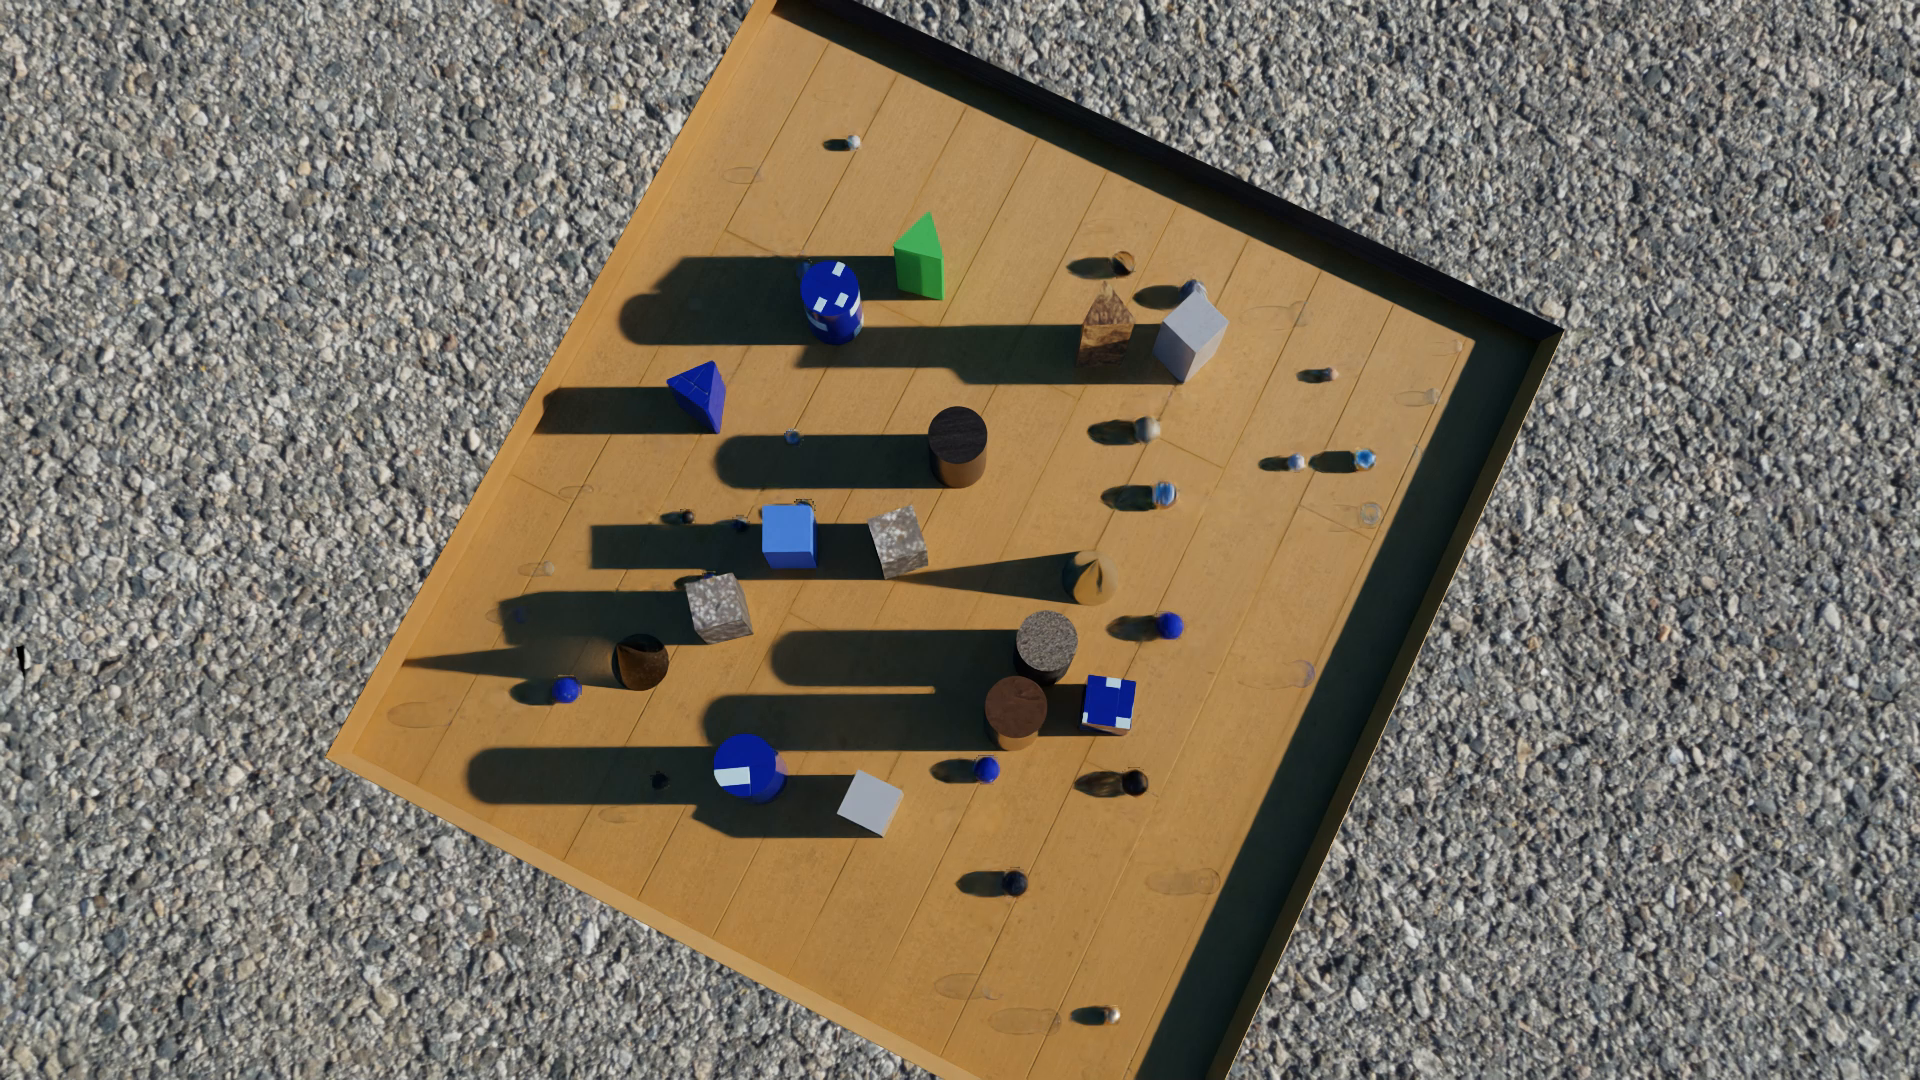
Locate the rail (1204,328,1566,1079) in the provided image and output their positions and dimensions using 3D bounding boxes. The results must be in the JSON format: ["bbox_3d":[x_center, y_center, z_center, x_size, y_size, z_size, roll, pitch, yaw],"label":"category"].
[{"bbox_3d":[1.207,0.597,5.434,0.045,0.114,2.840,26,80,5],"label":"rail"}]

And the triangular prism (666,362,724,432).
[{"bbox_3d":[-0.771,-0.452,5.570,0.151,0.274,0.131,35,81,7],"label":"triangular prism"}]

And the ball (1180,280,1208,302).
[{"bbox_3d":[0.731,-0.771,5.733,0.083,0.083,0.083,0,78,0],"label":"ball"}]

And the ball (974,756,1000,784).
[{"bbox_3d":[0.080,0.683,5.435,0.078,0.078,0.078,0,78,0],"label":"ball"}]

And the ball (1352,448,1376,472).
[{"bbox_3d":[1.242,-0.247,5.629,0.075,0.075,0.075,0,78,0],"label":"ball"}]

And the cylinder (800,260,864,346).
[{"bbox_3d":[-0.390,-0.725,5.621,0.175,0.283,0.175,0,78,0],"label":"cylinder"}]

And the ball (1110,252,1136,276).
[{"bbox_3d":[0.511,-0.866,5.755,0.078,0.078,0.078,0,78,0],"label":"ball"}]

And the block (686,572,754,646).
[{"bbox_3d":[-0.710,0.207,5.425,0.140,0.291,0.140,-14,79,-3],"label":"block"}]

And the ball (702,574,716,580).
[{"bbox_3d":[-0.758,0.128,5.563,0.053,0.053,0.053,0,78,0],"label":"ball"}]

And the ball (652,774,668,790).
[{"bbox_3d":[-0.891,0.718,5.443,0.050,0.050,0.050,0,78,0],"label":"ball"}]

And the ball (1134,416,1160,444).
[{"bbox_3d":[0.576,-0.340,5.644,0.084,0.084,0.084,0,78,0],"label":"ball"}]

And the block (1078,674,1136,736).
[{"bbox_3d":[0.432,0.489,5.407,0.140,0.212,0.140,8,78,2],"label":"block"}]

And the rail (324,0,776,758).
[{"bbox_3d":[-1.207,-0.585,5.678,0.045,0.114,2.840,26,80,5],"label":"rail"}]

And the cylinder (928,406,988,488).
[{"bbox_3d":[-0.007,-0.275,5.512,0.175,0.315,0.175,0,78,0],"label":"cylinder"}]

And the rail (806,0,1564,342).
[{"bbox_3d":[0.624,-1.217,5.809,2.745,0.114,0.045,26,80,5],"label":"rail"}]

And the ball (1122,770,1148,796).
[{"bbox_3d":[0.518,0.720,5.427,0.080,0.080,0.080,0,78,0],"label":"ball"}]

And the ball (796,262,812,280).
[{"bbox_3d":[-0.486,-0.844,5.760,0.060,0.060,0.060,0,78,0],"label":"ball"}]

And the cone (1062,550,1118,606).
[{"bbox_3d":[0.398,0.084,5.438,0.175,0.314,0.175,0,78,0],"label":"cone"}]

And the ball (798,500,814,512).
[{"bbox_3d":[-0.477,-0.088,5.599,0.064,0.064,0.064,0,78,0],"label":"ball"}]

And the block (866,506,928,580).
[{"bbox_3d":[-0.185,0.009,5.484,0.140,0.255,0.140,-18,79,-4],"label":"block"}]

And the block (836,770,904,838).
[{"bbox_3d":[-0.259,0.771,5.349,0.140,0.212,0.140,25,79,5],"label":"block"}]

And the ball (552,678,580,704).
[{"bbox_3d":[-1.179,0.451,5.482,0.081,0.081,0.081,0,78,0],"label":"ball"}]

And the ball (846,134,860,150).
[{"bbox_3d":[-0.341,-1.271,5.855,0.046,0.046,0.046,0,78,0],"label":"ball"}]

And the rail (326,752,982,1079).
[{"bbox_3d":[-0.624,1.229,5.303,2.745,0.114,0.045,26,80,5],"label":"rail"}]

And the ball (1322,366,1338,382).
[{"bbox_3d":[1.152,-0.516,5.699,0.047,0.047,0.047,0,78,0],"label":"ball"}]

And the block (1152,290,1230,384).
[{"bbox_3d":[0.698,-0.615,5.579,0.140,0.322,0.140,-43,81,-8],"label":"block"}]

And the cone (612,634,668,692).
[{"bbox_3d":[-0.967,0.330,5.349,0.175,0.389,0.175,0,78,0],"label":"cone"}]

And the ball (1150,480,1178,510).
[{"bbox_3d":[0.625,-0.138,5.600,0.087,0.087,0.087,0,78,0],"label":"ball"}]

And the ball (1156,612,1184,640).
[{"bbox_3d":[0.631,0.259,5.519,0.086,0.086,0.086,0,78,0],"label":"ball"}]

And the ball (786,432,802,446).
[{"bbox_3d":[-0.512,-0.313,5.658,0.045,0.045,0.045,0,78,0],"label":"ball"}]

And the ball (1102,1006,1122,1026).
[{"bbox_3d":[0.440,1.378,5.304,0.055,0.055,0.055,0,78,0],"label":"ball"}]

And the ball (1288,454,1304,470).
[{"bbox_3d":[1.035,-0.239,5.639,0.052,0.052,0.052,0,78,0],"label":"ball"}]

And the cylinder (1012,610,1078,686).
[{"bbox_3d":[0.247,0.321,5.372,0.175,0.348,0.175,0,78,0],"label":"cylinder"}]

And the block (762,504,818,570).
[{"bbox_3d":[-0.507,-0.007,5.484,0.140,0.263,0.140,-1,78,0],"label":"block"}]

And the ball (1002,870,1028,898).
[{"bbox_3d":[0.161,1.006,5.368,0.078,0.078,0.078,0,78,0],"label":"ball"}]

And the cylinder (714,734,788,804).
[{"bbox_3d":[-0.600,0.664,5.288,0.175,0.374,0.175,0,78,0],"label":"cylinder"}]

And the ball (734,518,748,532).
[{"bbox_3d":[-0.672,-0.045,5.603,0.044,0.044,0.044,0,78,0],"label":"ball"}]

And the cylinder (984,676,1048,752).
[{"bbox_3d":[0.157,0.506,5.307,0.175,0.401,0.175,0,78,0],"label":"cylinder"}]

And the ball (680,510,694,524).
[{"bbox_3d":[-0.833,-0.070,5.609,0.042,0.042,0.042,0,78,0],"label":"ball"}]

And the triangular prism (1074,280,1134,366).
[{"bbox_3d":[0.429,-0.652,5.540,0.151,0.414,0.131,-4,78,-1],"label":"triangular prism"}]

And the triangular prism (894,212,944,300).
[{"bbox_3d":[-0.108,-0.876,5.609,0.151,0.368,0.131,14,79,3],"label":"triangular prism"}]
